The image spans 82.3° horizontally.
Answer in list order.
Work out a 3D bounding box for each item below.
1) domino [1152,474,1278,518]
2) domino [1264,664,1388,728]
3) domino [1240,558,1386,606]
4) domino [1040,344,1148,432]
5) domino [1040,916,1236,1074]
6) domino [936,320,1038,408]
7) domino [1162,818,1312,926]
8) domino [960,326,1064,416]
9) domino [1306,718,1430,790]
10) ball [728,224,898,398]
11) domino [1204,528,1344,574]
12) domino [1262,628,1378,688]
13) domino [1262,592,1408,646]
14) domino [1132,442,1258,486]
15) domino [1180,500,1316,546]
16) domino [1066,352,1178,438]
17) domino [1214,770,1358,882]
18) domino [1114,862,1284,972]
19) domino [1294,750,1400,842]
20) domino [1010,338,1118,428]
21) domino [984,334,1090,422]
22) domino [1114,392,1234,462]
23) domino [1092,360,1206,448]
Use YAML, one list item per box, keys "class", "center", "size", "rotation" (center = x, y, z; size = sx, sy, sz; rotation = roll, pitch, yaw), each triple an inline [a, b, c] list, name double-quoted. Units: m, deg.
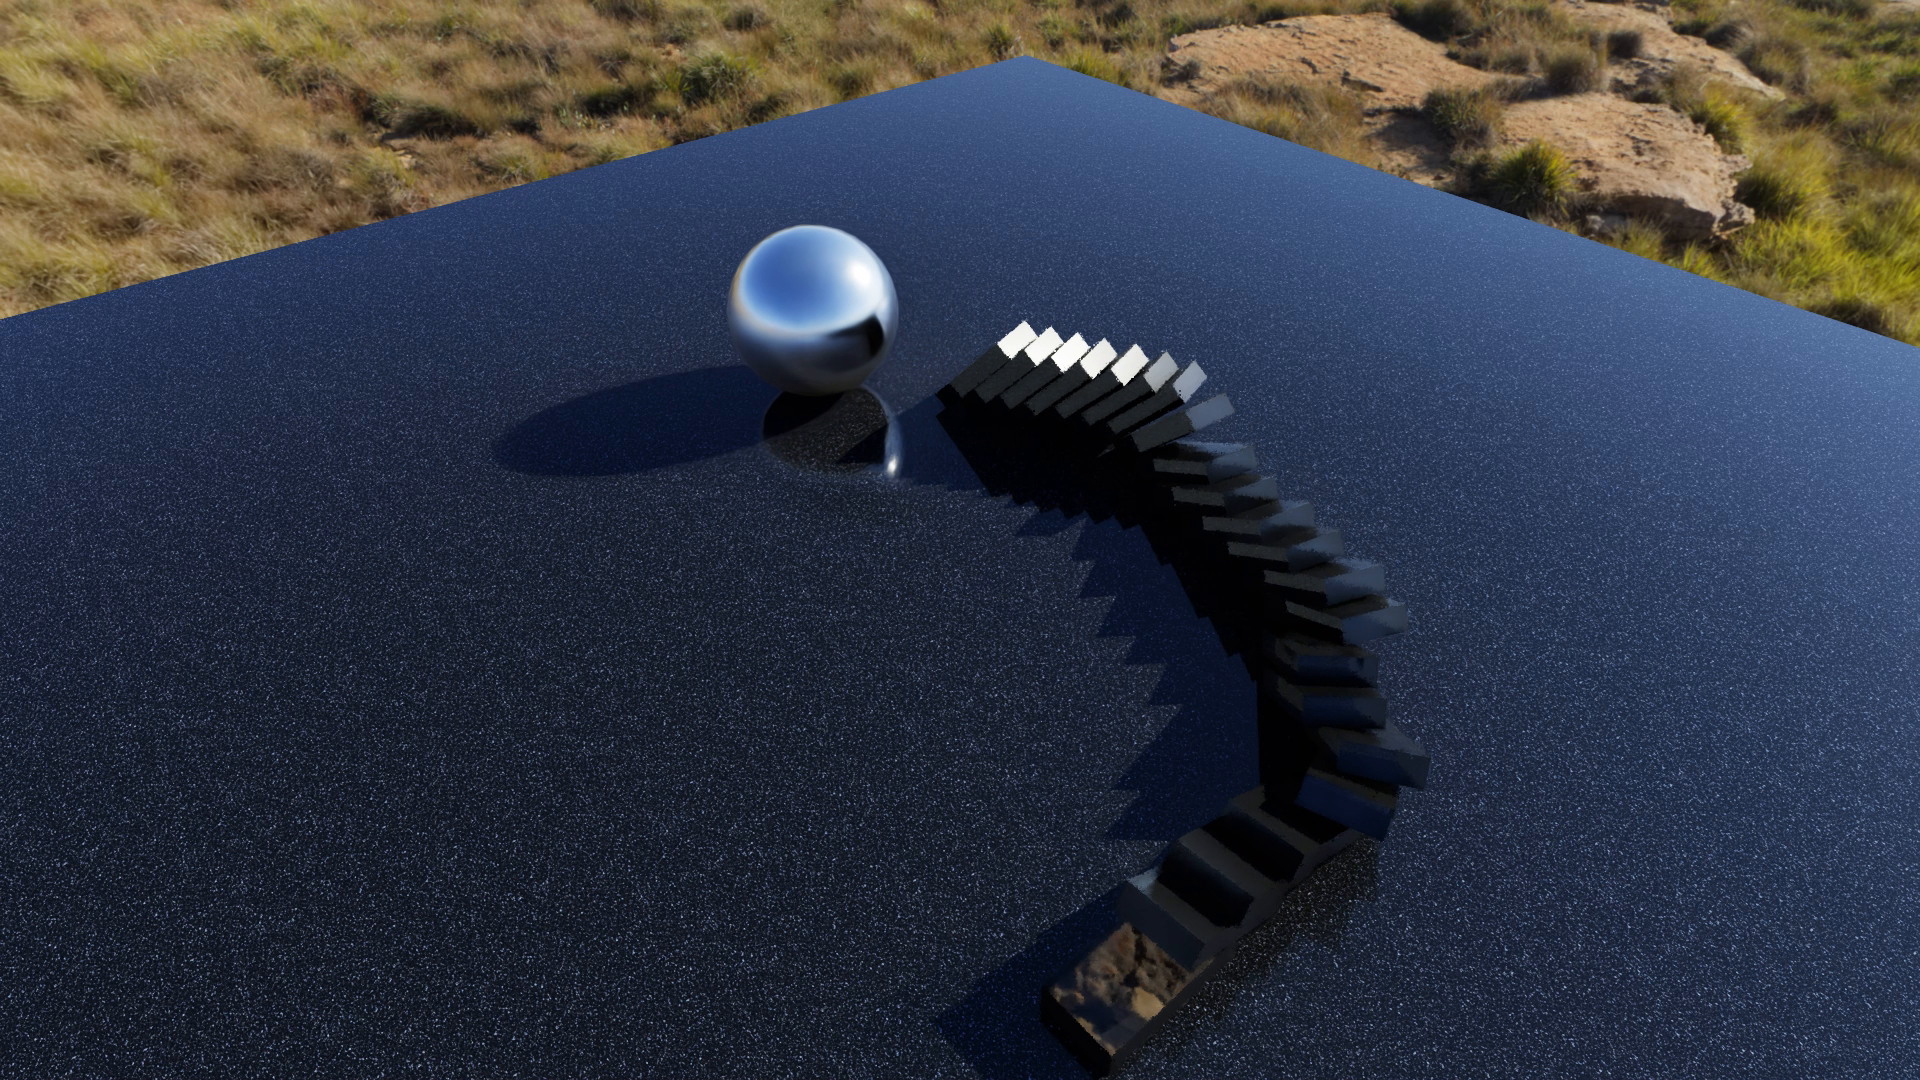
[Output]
- class: "domino"
  center: [0.103, -0.020, 0.449]
  size: [0.025, 0.010, 0.050]
  rotation: [-17, 13, -20]
- class: "domino"
  center: [0.118, 0.051, 0.360]
  size: [0.025, 0.009, 0.050]
  rotation: [2, 4, 2]
- class: "domino"
  center: [0.129, 0.014, 0.406]
  size: [0.025, 0.010, 0.050]
  rotation: [-12, 9, -18]
- class: "domino"
  center: [0.060, -0.069, 0.501]
  size: [0.009, 0.050, 0.025]
  rotation: [51, 49, -8]
- class: "domino"
  center: [0.049, 0.118, 0.300]
  size: [0.050, 0.010, 0.025]
  rotation: [-29, 47, -30]
- class: "domino"
  center: [0.012, -0.082, 0.516]
  size: [0.009, 0.050, 0.025]
  rotation: [50, 48, -7]
- class: "domino"
  center: [0.081, 0.091, 0.313]
  size: [0.025, 0.010, 0.050]
  rotation: [33, 21, 32]
- class: "domino"
  center: [0.024, -0.078, 0.512]
  size: [0.009, 0.050, 0.025]
  rotation: [50, 48, -7]
- class: "domino"
  center: [0.126, 0.063, 0.343]
  size: [0.025, 0.009, 0.050]
  rotation: [11, 5, 7]
- class: "ball"
  center: [-0.069, -0.108, 0.519]
  size: [0.080, 0.080, 0.080]
  rotation: [0, 39, 0]
- class: "domino"
  center: [0.119, 0.002, 0.421]
  size: [0.025, 0.009, 0.050]
  rotation: [-17, 10, -20]
- class: "domino"
  center: [0.121, 0.039, 0.375]
  size: [0.025, 0.009, 0.050]
  rotation: [2, 6, 3]
- class: "domino"
  center: [0.133, 0.025, 0.394]
  size: [0.025, 0.009, 0.050]
  rotation: [-11, 11, -13]
- class: "domino"
  center: [0.099, -0.033, 0.466]
  size: [0.025, 0.010, 0.050]
  rotation: [-20, 15, -23]
- class: "domino"
  center: [0.112, -0.008, 0.432]
  size: [0.025, 0.009, 0.050]
  rotation: [-17, 10, -21]
- class: "domino"
  center: [0.073, -0.065, 0.497]
  size: [0.010, 0.050, 0.025]
  rotation: [52, 48, -9]
- class: "domino"
  center: [0.098, 0.083, 0.324]
  size: [0.025, 0.010, 0.050]
  rotation: [33, 21, 34]
- class: "domino"
  center: [0.067, 0.099, 0.305]
  size: [0.025, 0.009, 0.050]
  rotation: [34, 22, 34]
- class: "domino"
  center: [0.118, 0.075, 0.331]
  size: [0.025, 0.010, 0.050]
  rotation: [21, 9, 22]
- class: "domino"
  center: [0.047, -0.071, 0.504]
  size: [0.010, 0.050, 0.025]
  rotation: [50, 48, -7]
- class: "domino"
  center: [0.035, -0.075, 0.507]
  size: [0.010, 0.050, 0.025]
  rotation: [50, 49, -7]
- class: "domino"
  center: [0.092, -0.049, 0.477]
  size: [0.025, 0.009, 0.050]
  rotation: [-26, 3, -30]
- class: "domino"
  center: [0.084, -0.060, 0.491]
  size: [0.009, 0.050, 0.025]
  rotation: [52, 48, -9]
